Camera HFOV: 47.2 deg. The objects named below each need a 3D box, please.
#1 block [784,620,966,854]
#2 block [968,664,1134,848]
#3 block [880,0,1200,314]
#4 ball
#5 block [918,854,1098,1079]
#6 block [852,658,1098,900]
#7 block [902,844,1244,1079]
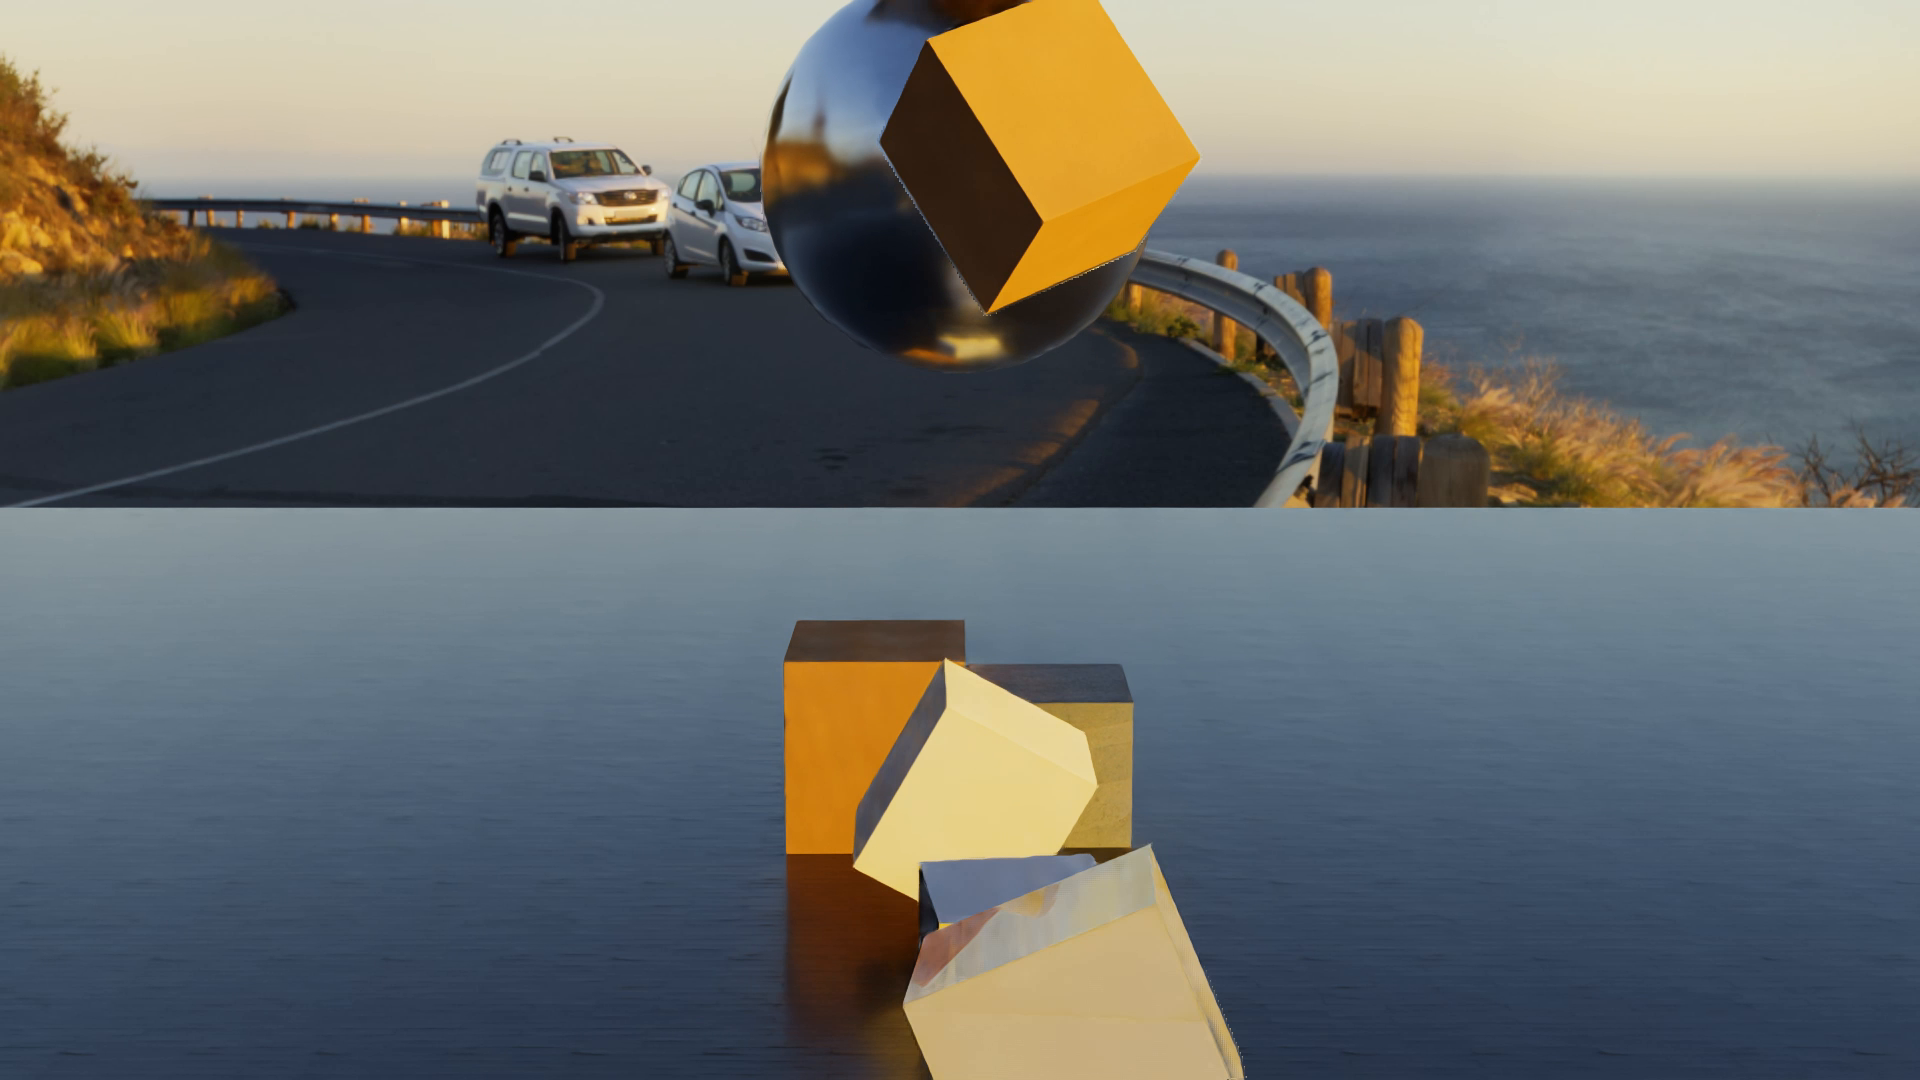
[{"bbox_3d":[-0.421,0.996,11.345,0.893,0.981,0.950,0,10,0],"label":"block"},{"bbox_3d":[0.452,1.104,11.392,0.819,0.752,0.824,0,10,0],"label":"block"},{"bbox_3d":[0.260,-1.347,7.574,0.661,0.743,0.634,-26,-12,-25],"label":"block"},{"bbox_3d":[0.000,-1.468,8.822,1.600,1.600,1.600,0,10,0],"label":"ball"},{"bbox_3d":[0.219,1.657,8.415,0.686,0.698,0.614,-1,13,-8],"label":"block"},{"bbox_3d":[0.057,1.166,9.940,0.753,0.845,0.716,28,12,-8],"label":"block"},{"bbox_3d":[0.391,1.596,7.118,0.837,0.797,0.878,-23,2,5],"label":"block"}]
